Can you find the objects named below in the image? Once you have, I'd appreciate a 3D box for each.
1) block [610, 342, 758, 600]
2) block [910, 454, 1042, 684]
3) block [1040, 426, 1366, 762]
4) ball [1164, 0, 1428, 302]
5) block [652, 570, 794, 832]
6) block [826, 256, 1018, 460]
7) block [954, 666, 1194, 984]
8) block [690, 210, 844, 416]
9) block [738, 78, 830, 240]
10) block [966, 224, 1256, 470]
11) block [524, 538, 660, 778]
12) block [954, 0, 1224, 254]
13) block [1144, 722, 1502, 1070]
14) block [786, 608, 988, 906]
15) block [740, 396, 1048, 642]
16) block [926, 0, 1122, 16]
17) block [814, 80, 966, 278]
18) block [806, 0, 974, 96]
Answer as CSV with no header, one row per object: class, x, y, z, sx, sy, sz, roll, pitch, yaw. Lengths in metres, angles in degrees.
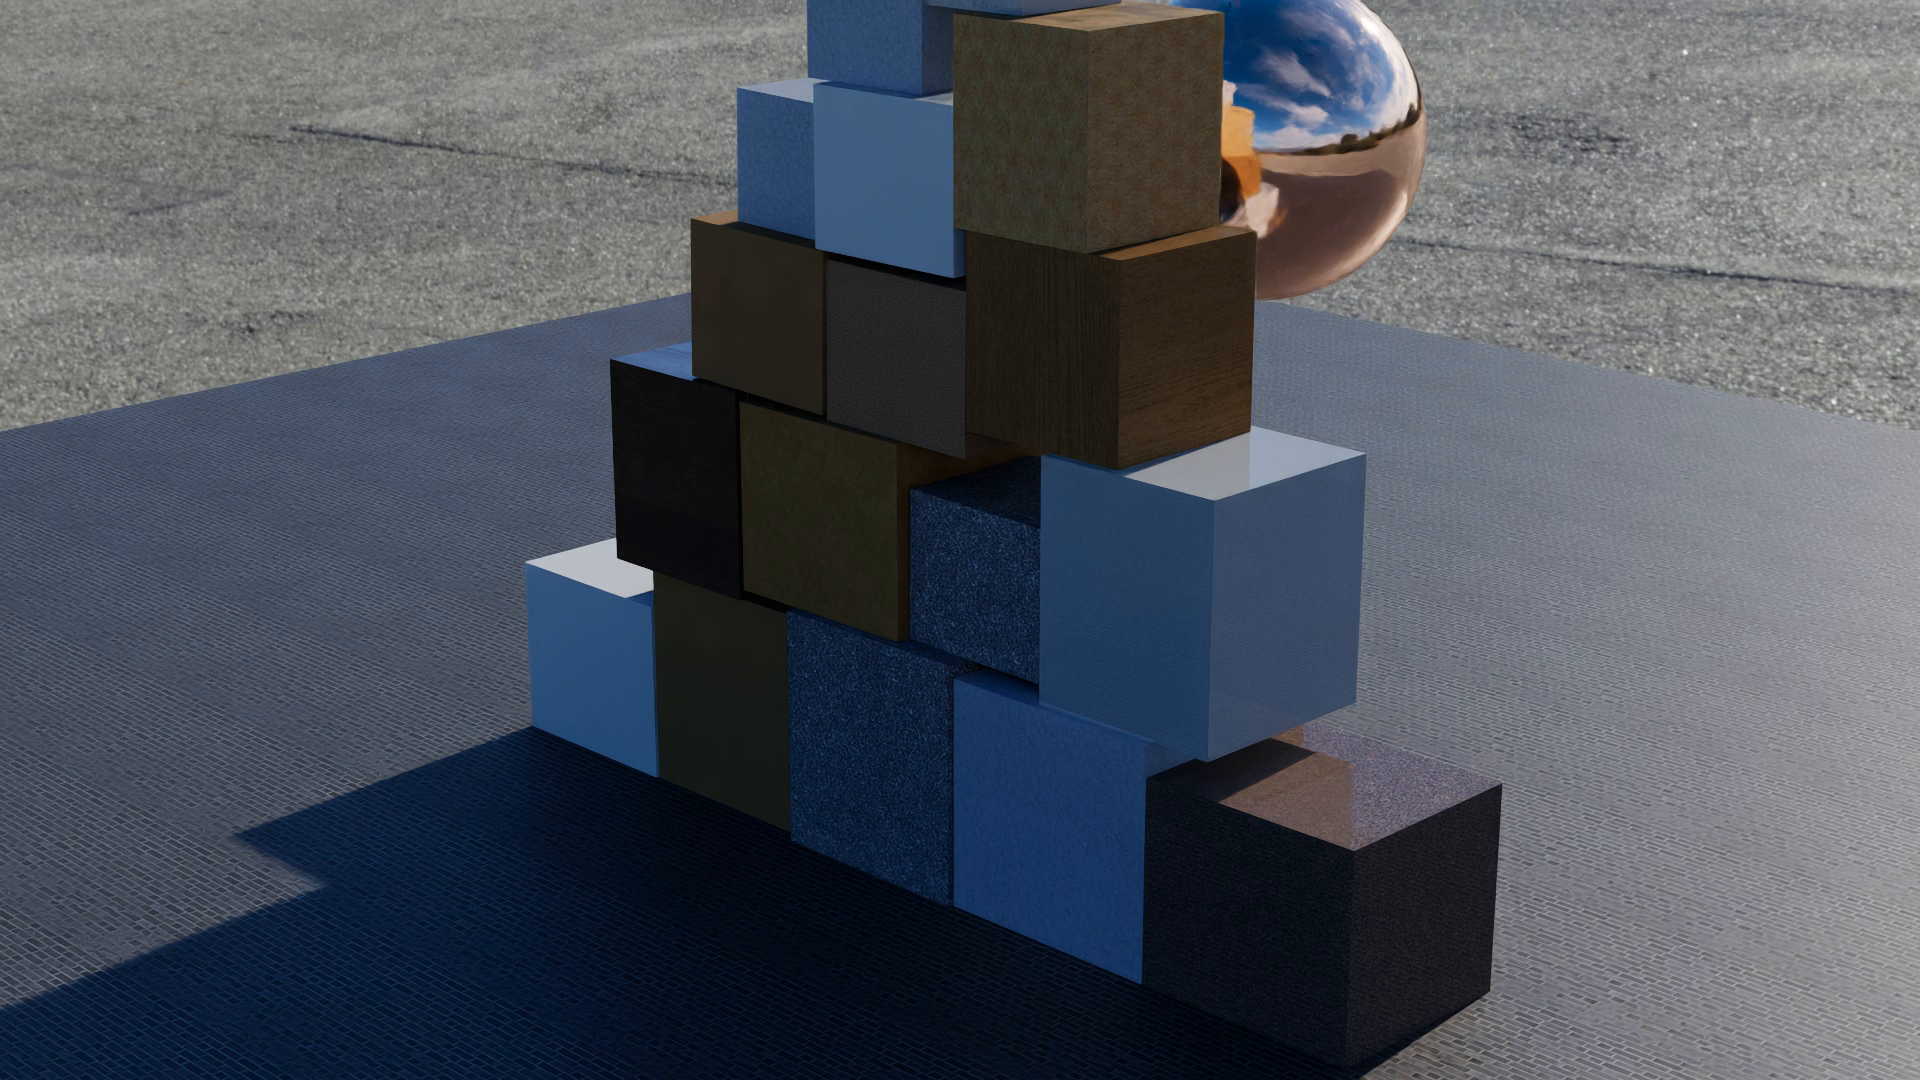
block,-1.026,-0.394,14.267,0.945,1.009,0.920,-17,24,-42
block,0.355,0.121,12.978,0.784,0.698,0.852,-17,25,-42
block,1.015,0.170,12.349,0.976,1.106,0.940,-17,24,-42
ball,1.467,-1.963,14.262,1.600,1.600,1.600,0,17,0
block,-0.782,0.667,14.398,0.973,1.094,1.041,-17,24,-42
block,0.003,-0.879,13.040,0.816,0.736,0.872,-17,25,-42
block,0.737,1.131,12.942,1.042,1.082,1.122,-17,24,-42
block,-0.627,-1.113,13.629,0.859,0.751,0.903,-17,25,-42
block,-0.562,-1.752,13.388,0.645,0.615,0.638,-17,25,-42
block,0.633,-0.881,12.397,0.847,0.871,0.873,-17,24,-42
block,-1.518,0.542,15.127,0.991,0.895,1.016,-17,24,-42
block,0.533,-1.746,12.212,0.827,0.892,0.758,-17,24,-42
block,1.499,1.438,12.198,0.985,0.942,1.070,-17,24,-42
block,-0.041,0.868,13.671,1.085,1.145,1.052,-17,24,-42
block,-0.306,-0.193,13.614,0.964,0.915,1.045,-17,24,-42
block,0.269,-2.543,12.271,0.607,0.593,0.555,-17,24,-42
block,-0.038,-1.634,12.851,0.837,0.730,0.863,-17,24,-42
block,-0.197,-2.361,12.785,0.618,0.696,0.721,-17,24,-42
